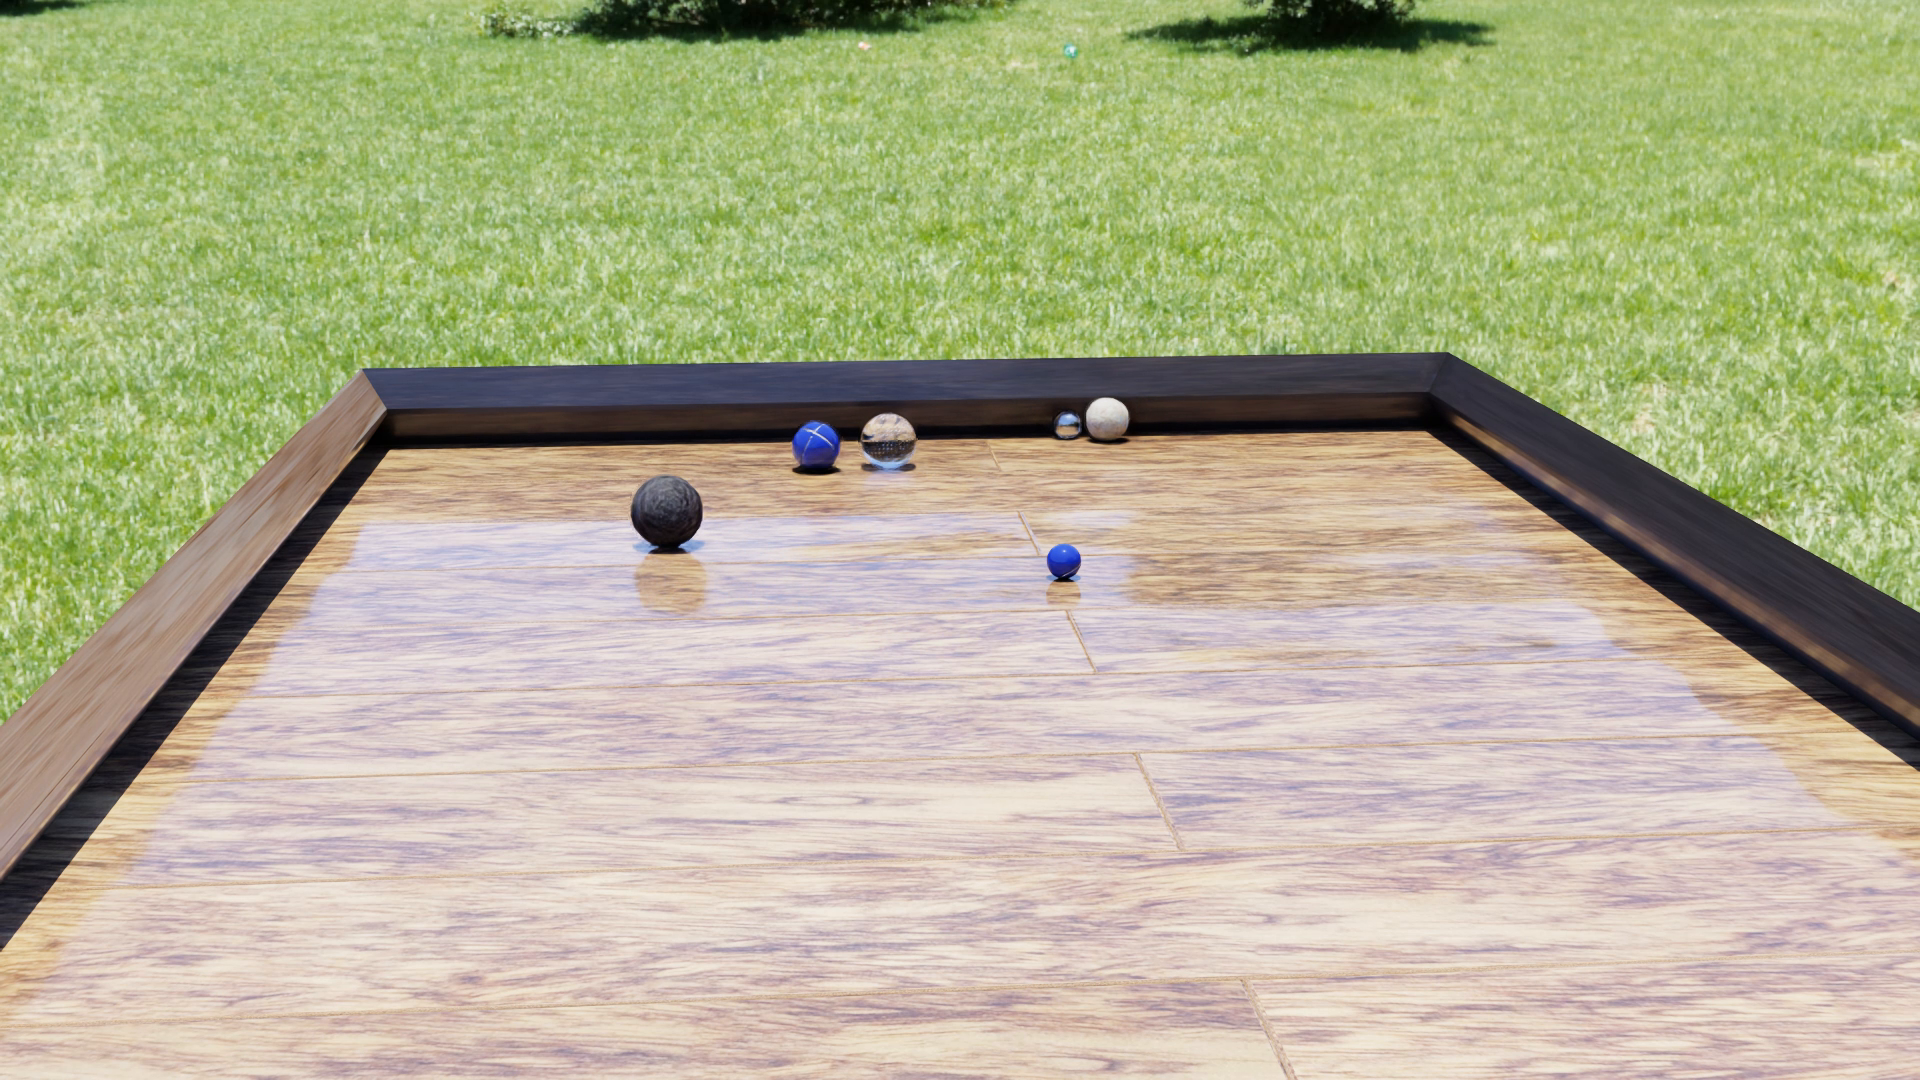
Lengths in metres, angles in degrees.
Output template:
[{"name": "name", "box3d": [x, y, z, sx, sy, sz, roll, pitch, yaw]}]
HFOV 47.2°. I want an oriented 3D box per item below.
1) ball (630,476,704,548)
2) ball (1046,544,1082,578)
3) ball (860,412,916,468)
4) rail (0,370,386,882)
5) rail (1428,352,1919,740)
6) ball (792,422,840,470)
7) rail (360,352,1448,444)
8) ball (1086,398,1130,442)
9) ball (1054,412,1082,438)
[{"name": "ball", "box3d": [-0.388, -0.038, 2.909, 0.095, 0.095, 0.095, 0, 14, 0]}, {"name": "ball", "box3d": [0.131, 0.027, 2.763, 0.044, 0.044, 0.044, 0, 14, 0]}, {"name": "ball", "box3d": [-0.110, -0.152, 3.371, 0.086, 0.086, 0.086, 0, 14, 0]}, {"name": "rail", "box3d": [-0.792, 0.195, 1.949, 0.045, 0.124, 3.287, -1, 15, -5]}, {"name": "rail", "box3d": [0.936, 0.157, 2.096, 0.045, 0.124, 3.287, -1, 15, -5]}, {"name": "ball", "box3d": [-0.220, -0.142, 3.358, 0.074, 0.074, 0.074, 0, 14, 0]}, {"name": "rail", "box3d": [-0.070, -0.228, 3.585, 1.782, 0.124, 0.045, -1, 15, -5]}, {"name": "ball", "box3d": [0.239, -0.196, 3.570, 0.071, 0.071, 0.071, 0, 14, 0]}, {"name": "ball", "box3d": [0.176, -0.188, 3.593, 0.045, 0.045, 0.045, 0, 14, 0]}]
